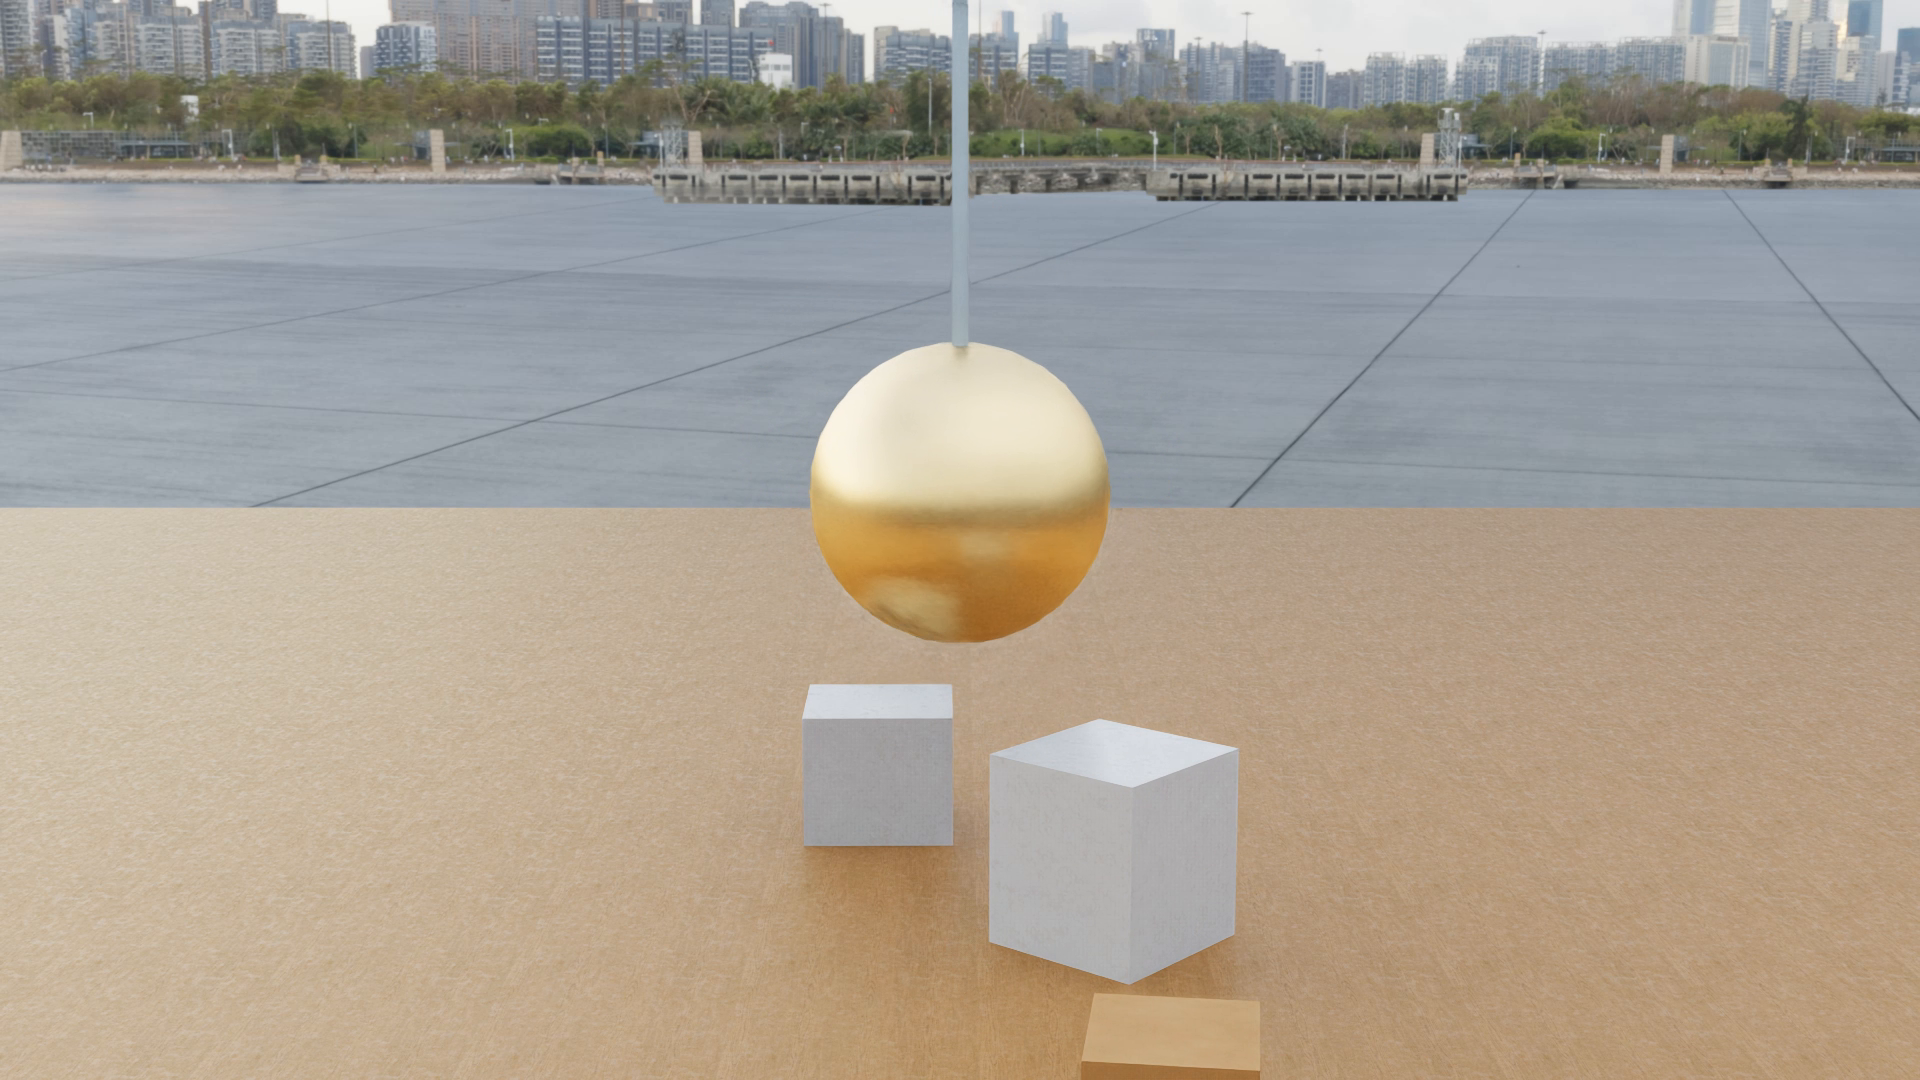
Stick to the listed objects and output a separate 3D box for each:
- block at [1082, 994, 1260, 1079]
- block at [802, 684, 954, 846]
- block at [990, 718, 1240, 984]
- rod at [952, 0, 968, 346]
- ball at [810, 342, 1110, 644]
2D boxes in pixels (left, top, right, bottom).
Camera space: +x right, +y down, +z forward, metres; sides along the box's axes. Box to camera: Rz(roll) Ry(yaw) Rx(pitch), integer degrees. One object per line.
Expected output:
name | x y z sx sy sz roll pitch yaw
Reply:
block | 0.703 1.917 7.291 0.564 0.619 0.572 1 10 7
block | -0.415 1.154 11.370 0.753 0.662 0.697 0 10 -1
block | 0.680 1.351 9.726 0.773 0.862 0.790 9 14 40
rod | 0.000 -3.527 10.778 0.080 5.200 0.080 0 15 0
ball | 0.000 -0.251 11.685 1.600 1.600 1.600 0 10 0
